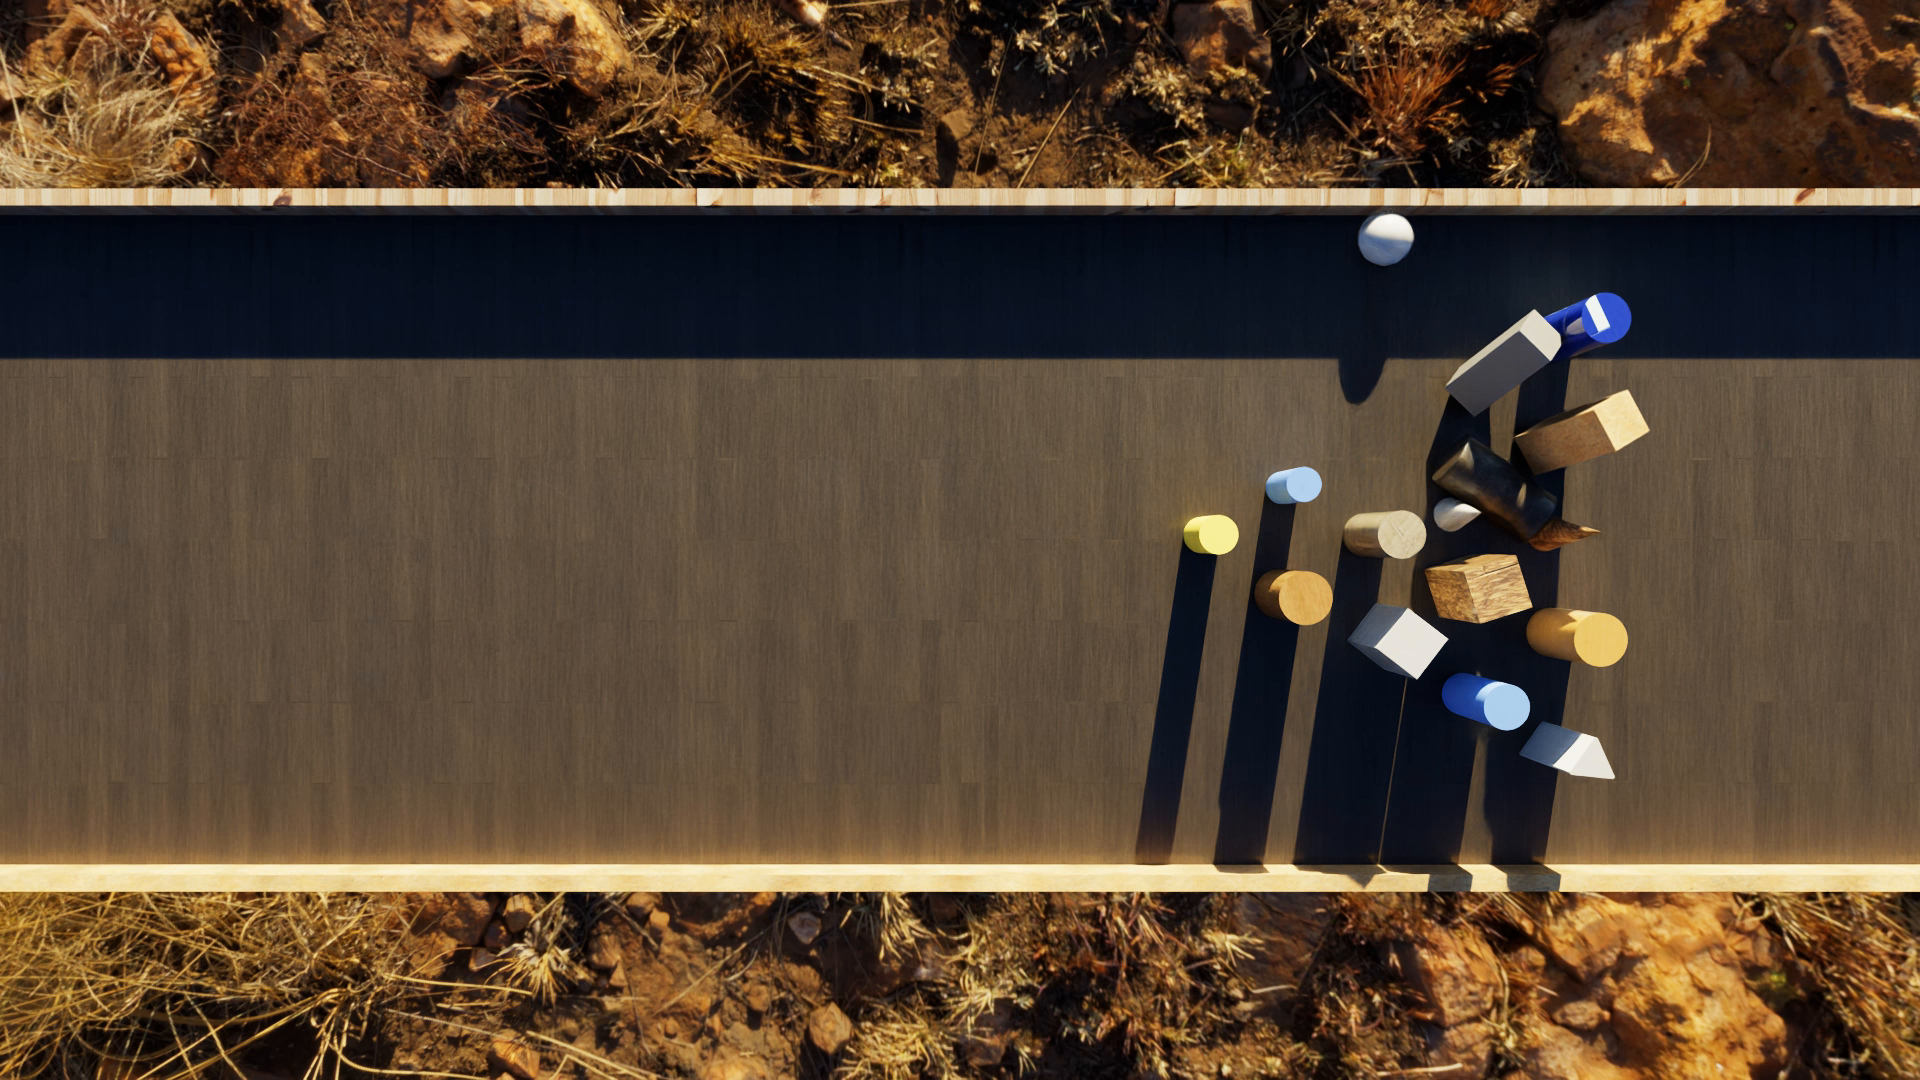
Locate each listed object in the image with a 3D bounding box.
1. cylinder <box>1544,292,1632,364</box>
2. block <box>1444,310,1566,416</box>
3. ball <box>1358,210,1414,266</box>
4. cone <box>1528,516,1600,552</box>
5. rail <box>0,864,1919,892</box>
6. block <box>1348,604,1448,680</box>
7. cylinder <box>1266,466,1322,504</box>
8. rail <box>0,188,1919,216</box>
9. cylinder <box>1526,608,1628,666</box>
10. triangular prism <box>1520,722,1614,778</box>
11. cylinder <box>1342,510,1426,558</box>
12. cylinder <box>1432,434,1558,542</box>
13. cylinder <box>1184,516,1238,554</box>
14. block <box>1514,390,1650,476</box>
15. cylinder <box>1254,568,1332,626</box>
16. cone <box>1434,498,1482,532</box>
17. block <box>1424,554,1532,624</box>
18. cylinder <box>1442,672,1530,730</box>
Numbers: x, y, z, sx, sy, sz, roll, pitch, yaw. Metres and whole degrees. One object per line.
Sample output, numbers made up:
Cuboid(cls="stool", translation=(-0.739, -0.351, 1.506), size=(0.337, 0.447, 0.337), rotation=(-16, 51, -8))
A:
Cuboid(cls="cylinder", translation=(1.825, -0.623, 4.876), size=(0.144, 0.393, 0.144), rotation=(0, 88, -3))
Cuboid(cls="block", translation=(1.618, -0.524, 4.908), size=(0.127, 0.328, 0.127), rotation=(44, 53, 0))
Cuboid(cls="ball", translation=(1.290, -0.914, 4.994), size=(0.165, 0.165, 0.165), rotation=(0, 90, 0))
Cuboid(cls="cone", translation=(1.799, -0.022, 4.848), size=(0.115, 0.457, 0.115), rotation=(0, 90, 0))
Cuboid(cls="rail", translation=(-2.247, 1.025, 5.001), size=(12.000, 0.150, 0.050), rotation=(0, 90, 0))
Cuboid(cls="block", translation=(1.292, 0.296, 4.892), size=(0.146, 0.368, 0.146), rotation=(38, 90, 0))
Cuboid(cls="cylinder", translation=(0.991, -0.160, 4.914), size=(0.101, 0.325, 0.101), rotation=(0, 90, 0))
Cuboid(cls="rail", translation=(-2.247, -1.025, 5.002), size=(12.000, 0.150, 0.050), rotation=(0, 90, 0))
Cuboid(cls="cylinder", translation=(1.818, 0.283, 4.878), size=(0.152, 0.397, 0.152), rotation=(0, 90, 0))
Cuboid(cls="triangular prism", translation=(1.789, 0.612, 4.865), size=(0.126, 0.423, 0.109), rotation=(6, 90, 0))
Cuboid(cls="cylinder", translation=(1.246, -0.015, 4.863), size=(0.136, 0.427, 0.136), rotation=(0, 90, 0))
Cuboid(cls="cylinder", translation=(1.617, -0.157, 4.991), size=(0.323, 0.171, 0.171), rotation=(35, 90, 0))
Cuboid(cls="cylinder", translation=(0.744, -0.015, 4.909), size=(0.113, 0.336, 0.113), rotation=(0, 90, 0))
Cuboid(cls="block", translation=(1.830, -0.312, 4.872), size=(0.133, 0.386, 0.133), rotation=(-28, 90, -18))
Cuboid(cls="cylinder", translation=(0.982, 0.165, 4.881), size=(0.153, 0.392, 0.153), rotation=(0, 90, 0))
Cuboid(cls="cone", translation=(1.510, -0.079, 4.923), size=(0.105, 0.307, 0.105), rotation=(0, 90, 0))
Cuboid(cls="block", translation=(1.525, 0.140, 4.874), size=(0.155, 0.405, 0.155), rotation=(-18, 90, 0))
Cuboid(cls="cylinder", translation=(1.548, 0.473, 4.872), size=(0.130, 0.410, 0.130), rotation=(0, 90, 0))
